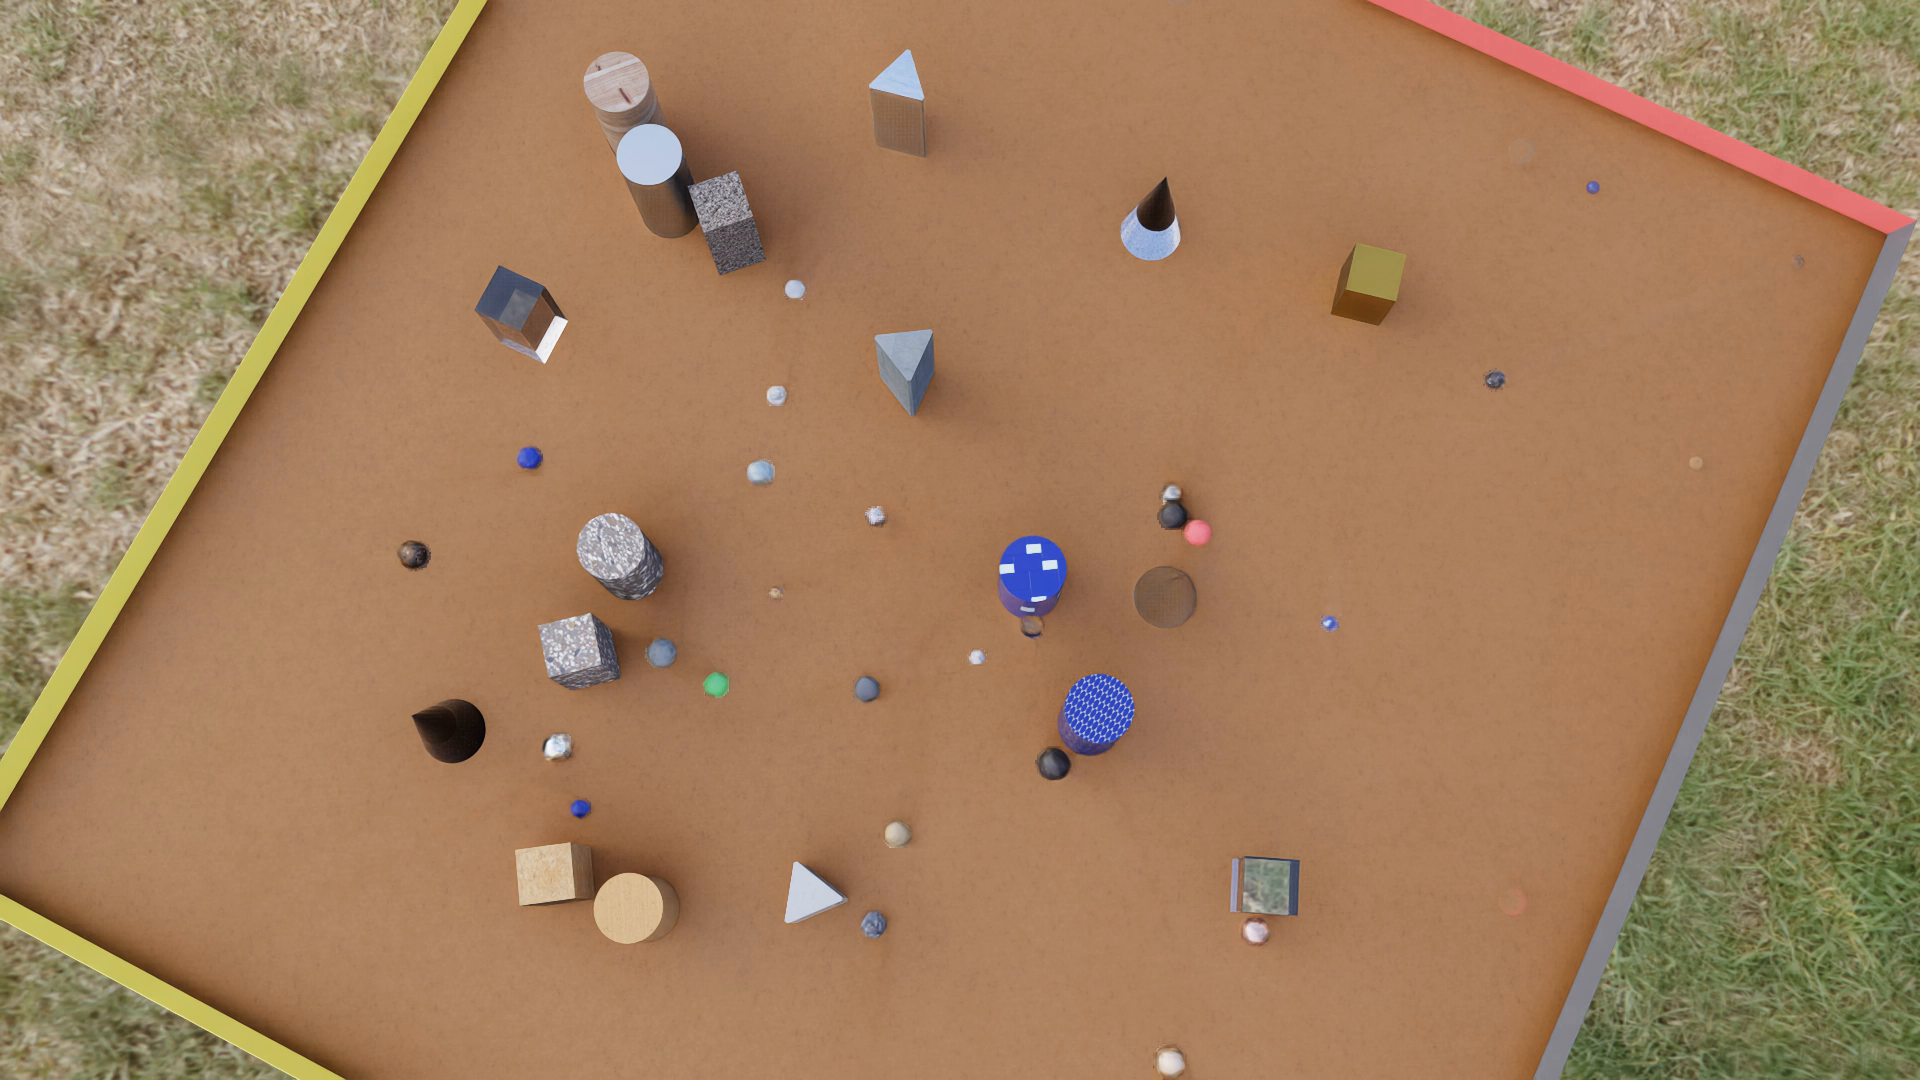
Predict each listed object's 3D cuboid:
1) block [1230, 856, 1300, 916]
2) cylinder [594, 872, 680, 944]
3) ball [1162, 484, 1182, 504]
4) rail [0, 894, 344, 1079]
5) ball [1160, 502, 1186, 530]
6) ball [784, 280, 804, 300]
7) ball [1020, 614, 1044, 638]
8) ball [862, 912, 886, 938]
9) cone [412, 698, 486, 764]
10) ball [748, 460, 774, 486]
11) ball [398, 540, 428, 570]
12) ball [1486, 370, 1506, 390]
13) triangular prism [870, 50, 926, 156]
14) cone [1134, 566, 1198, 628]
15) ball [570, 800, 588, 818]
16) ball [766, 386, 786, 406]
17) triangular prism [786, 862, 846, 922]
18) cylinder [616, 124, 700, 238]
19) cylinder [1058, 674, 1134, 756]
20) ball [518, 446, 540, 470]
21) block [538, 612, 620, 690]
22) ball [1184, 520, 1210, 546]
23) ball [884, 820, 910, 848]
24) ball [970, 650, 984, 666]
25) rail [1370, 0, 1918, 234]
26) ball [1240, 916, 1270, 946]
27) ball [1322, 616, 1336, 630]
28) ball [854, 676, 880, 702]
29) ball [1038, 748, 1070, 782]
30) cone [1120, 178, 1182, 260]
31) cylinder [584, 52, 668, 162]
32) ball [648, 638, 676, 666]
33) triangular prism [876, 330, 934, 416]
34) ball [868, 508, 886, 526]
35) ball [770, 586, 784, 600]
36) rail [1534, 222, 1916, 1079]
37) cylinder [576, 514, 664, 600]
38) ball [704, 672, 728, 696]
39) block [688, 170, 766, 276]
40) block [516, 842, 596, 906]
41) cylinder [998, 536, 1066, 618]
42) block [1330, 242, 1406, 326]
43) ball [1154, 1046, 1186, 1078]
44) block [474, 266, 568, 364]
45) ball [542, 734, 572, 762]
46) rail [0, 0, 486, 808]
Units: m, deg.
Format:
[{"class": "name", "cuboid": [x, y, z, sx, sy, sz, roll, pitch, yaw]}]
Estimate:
[{"class": "block", "cuboid": [0.877, 0.999, 5.284, 0.155, 0.247, 0.155, 4, 78, 1]}, {"class": "cylinder", "cuboid": [-0.923, 1.055, 5.246, 0.193, 0.299, 0.193, 0, 78, 0]}, {"class": "ball", "cuboid": [0.647, -0.141, 5.613, 0.061, 0.061, 0.061, 0, 78, 0]}, {"class": "rail", "cuboid": [-0.988, 1.941, 5.150, 4.420, 0.126, 0.045, 26, 80, 5]}, {"class": "ball", "cuboid": [0.651, -0.074, 5.590, 0.082, 0.082, 0.082, 0, 78, 0]}, {"class": "ball", "cuboid": [-0.519, -0.787, 5.747, 0.062, 0.062, 0.062, 0, 78, 0]}, {"class": "ball", "cuboid": [0.215, 0.258, 5.485, 0.068, 0.068, 0.068, 0, 78, 0]}, {"class": "ball", "cuboid": [-0.251, 1.124, 5.346, 0.074, 0.074, 0.074, 0, 78, 0]}, {"class": "cone", "cuboid": [-1.520, 0.530, 5.287, 0.193, 0.430, 0.193, 0, 78, 0]}, {"class": "ball", "cuboid": [-0.613, -0.205, 5.618, 0.080, 0.080, 0.080, 0, 78, 0]}, {"class": "ball", "cuboid": [-1.659, 0.045, 5.561, 0.090, 0.090, 0.090, 0, 78, 0]}, {"class": "ball", "cuboid": [1.662, -0.498, 5.689, 0.059, 0.059, 0.059, 0, 78, 0]}, {"class": "triangular prism", "cuboid": [-0.172, -1.359, 5.683, 0.167, 0.421, 0.145, 14, 79, 3]}, {"class": "cone", "cuboid": [0.626, 0.139, 5.410, 0.193, 0.347, 0.193, 0, 78, 0]}, {"class": "ball", "cuboid": [-1.126, 0.796, 5.425, 0.053, 0.053, 0.053, 0, 78, 0]}, {"class": "ball", "cuboid": [-0.568, -0.448, 5.678, 0.061, 0.061, 0.061, 0, 78, 0]}, {"class": "triangular prism", "cuboid": [-0.434, 0.996, 5.262, 0.167, 0.290, 0.145, -22, 79, -4]}, {"class": "cylinder", "cuboid": [-0.917, -1.095, 5.622, 0.193, 0.433, 0.193, 0, 78, 0]}, {"class": "cylinder", "cuboid": [0.389, 0.510, 5.304, 0.193, 0.406, 0.193, 0, 78, 0]}, {"class": "ball", "cuboid": [-1.326, -0.251, 5.633, 0.070, 0.070, 0.070, 0, 78, 0]}, {"class": "block", "cuboid": [-1.116, 0.332, 5.392, 0.155, 0.306, 0.155, -14, 79, -3]}, {"class": "ball", "cuboid": [0.722, -0.023, 5.580, 0.080, 0.080, 0.080, 0, 78, 0]}, {"class": "ball", "cuboid": [-0.184, 0.866, 5.398, 0.077, 0.077, 0.077, 0, 78, 0]}, {"class": "ball", "cuboid": [0.051, 0.355, 5.520, 0.045, 0.045, 0.045, 0, 78, 0]}, {"class": "rail", "cuboid": [0.988, -1.928, 5.950, 4.420, 0.126, 0.045, 26, 80, 5]}, {"class": "ball", "cuboid": [0.861, 1.141, 5.337, 0.085, 0.085, 0.085, 0, 78, 0]}, {"class": "ball", "cuboid": [1.118, 0.251, 5.544, 0.041, 0.041, 0.041, 0, 78, 0]}, {"class": "ball", "cuboid": [-0.279, 0.446, 5.485, 0.077, 0.077, 0.077, 0, 78, 0]}, {"class": "ball", "cuboid": [0.279, 0.666, 5.429, 0.097, 0.097, 0.097, 0, 78, 0]}, {"class": "cone", "cuboid": [0.606, -1.024, 5.601, 0.193, 0.445, 0.193, 0, 78, 0]}, {"class": "cylinder", "cuboid": [-1.015, -1.307, 5.646, 0.193, 0.472, 0.193, 0, 78, 0]}, {"class": "ball", "cuboid": [-0.895, 0.338, 5.503, 0.086, 0.086, 0.086, 0, 78, 0]}, {"class": "triangular prism", "cuboid": [-0.139, -0.530, 5.527, 0.145, 0.390, 0.167, -36, 81, -7]}, {"class": "ball", "cuboid": [-0.256, -0.070, 5.602, 0.057, 0.057, 0.057, 0, 78, 0]}, {"class": "ball", "cuboid": [-0.557, 0.159, 5.561, 0.045, 0.045, 0.045, 0, 78, 0]}, {"class": "rail", "cuboid": [1.956, 0.964, 5.352, 0.045, 0.126, 4.465, 26, 80, 5]}, {"class": "cylinder", "cuboid": [-1.002, 0.053, 5.425, 0.193, 0.353, 0.193, 0, 78, 0]}, {"class": "ball", "cuboid": [-0.732, 0.433, 5.491, 0.070, 0.070, 0.070, 0, 78, 0]}, {"class": "block", "cuboid": [-0.712, -0.969, 5.629, 0.155, 0.368, 0.155, -19, 79, -4]}, {"class": "block", "cuboid": [-1.161, 0.964, 5.270, 0.155, 0.288, 0.155, -7, 78, -2]}, {"class": "cylinder", "cuboid": [0.211, 0.114, 5.433, 0.193, 0.313, 0.193, 0, 78, 0]}, {"class": "block", "cuboid": [1.260, -0.788, 5.660, 0.155, 0.233, 0.155, 14, 79, 3]}, {"class": "ball", "cuboid": [0.603, 1.500, 5.260, 0.090, 0.090, 0.090, 0, 78, 0]}, {"class": "block", "cuboid": [-1.335, -0.685, 5.592, 0.155, 0.325, 0.155, 25, 79, 5]}, {"class": "ball", "cuboid": [-1.199, 0.617, 5.445, 0.086, 0.086, 0.086, 0, 78, 0]}, {"class": "rail", "cuboid": [-1.956, -0.951, 5.748, 0.045, 0.126, 4.465, 26, 80, 5]}]
